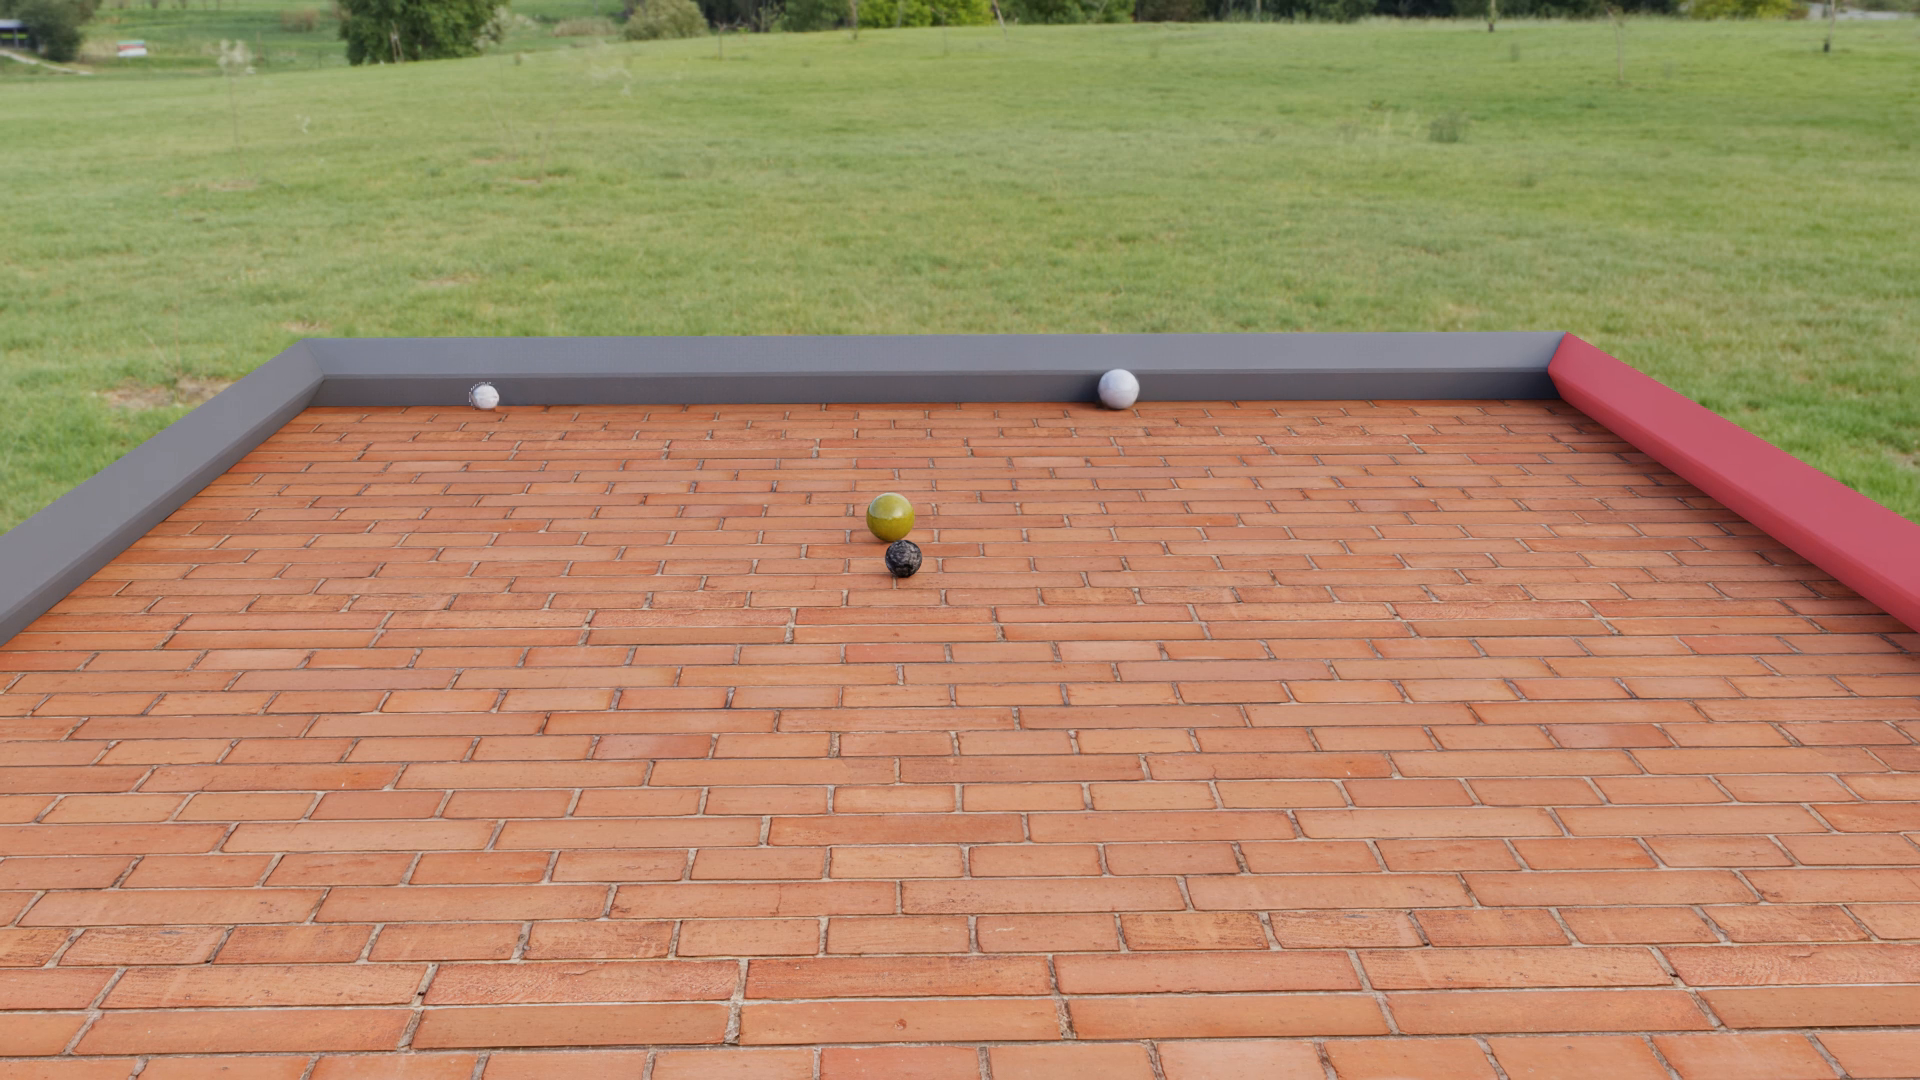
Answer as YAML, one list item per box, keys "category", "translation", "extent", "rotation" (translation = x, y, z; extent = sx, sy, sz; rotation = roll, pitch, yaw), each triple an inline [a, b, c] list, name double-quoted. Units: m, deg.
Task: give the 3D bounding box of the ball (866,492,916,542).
- category: "ball"
  translation: [-0.097, -0.032, 3.070]
  extent: [0.069, 0.069, 0.069]
  rotation: [0, 15, 0]

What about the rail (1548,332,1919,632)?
- category: "rail"
  translation: [1.163, 0.240, 1.936]
  extent: [0.045, 0.124, 4.384]
  rotation: [0, 15, -2]

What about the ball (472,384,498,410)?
- category: "ball"
  translation: [-0.854, -0.256, 3.954]
  extent: [0.048, 0.048, 0.048]
  rotation: [0, 15, 0]

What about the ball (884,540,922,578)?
- category: "ball"
  translation: [-0.074, 0.024, 2.897]
  extent: [0.049, 0.049, 0.049]
  rotation: [0, 15, 0]

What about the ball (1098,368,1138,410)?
- category: "ball"
  translation: [0.285, -0.271, 3.961]
  extent: [0.074, 0.074, 0.074]
  rotation: [0, 15, 0]

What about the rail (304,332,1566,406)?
- category: "rail"
  translation: [-0.035, -0.307, 3.995]
  extent: [2.303, 0.124, 0.045]
  rotation: [0, 15, -2]

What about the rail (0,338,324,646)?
- category: "rail"
  translation: [-1.092, 0.259, 1.865]
  extent: [0.045, 0.124, 4.384]
  rotation: [0, 15, -2]
